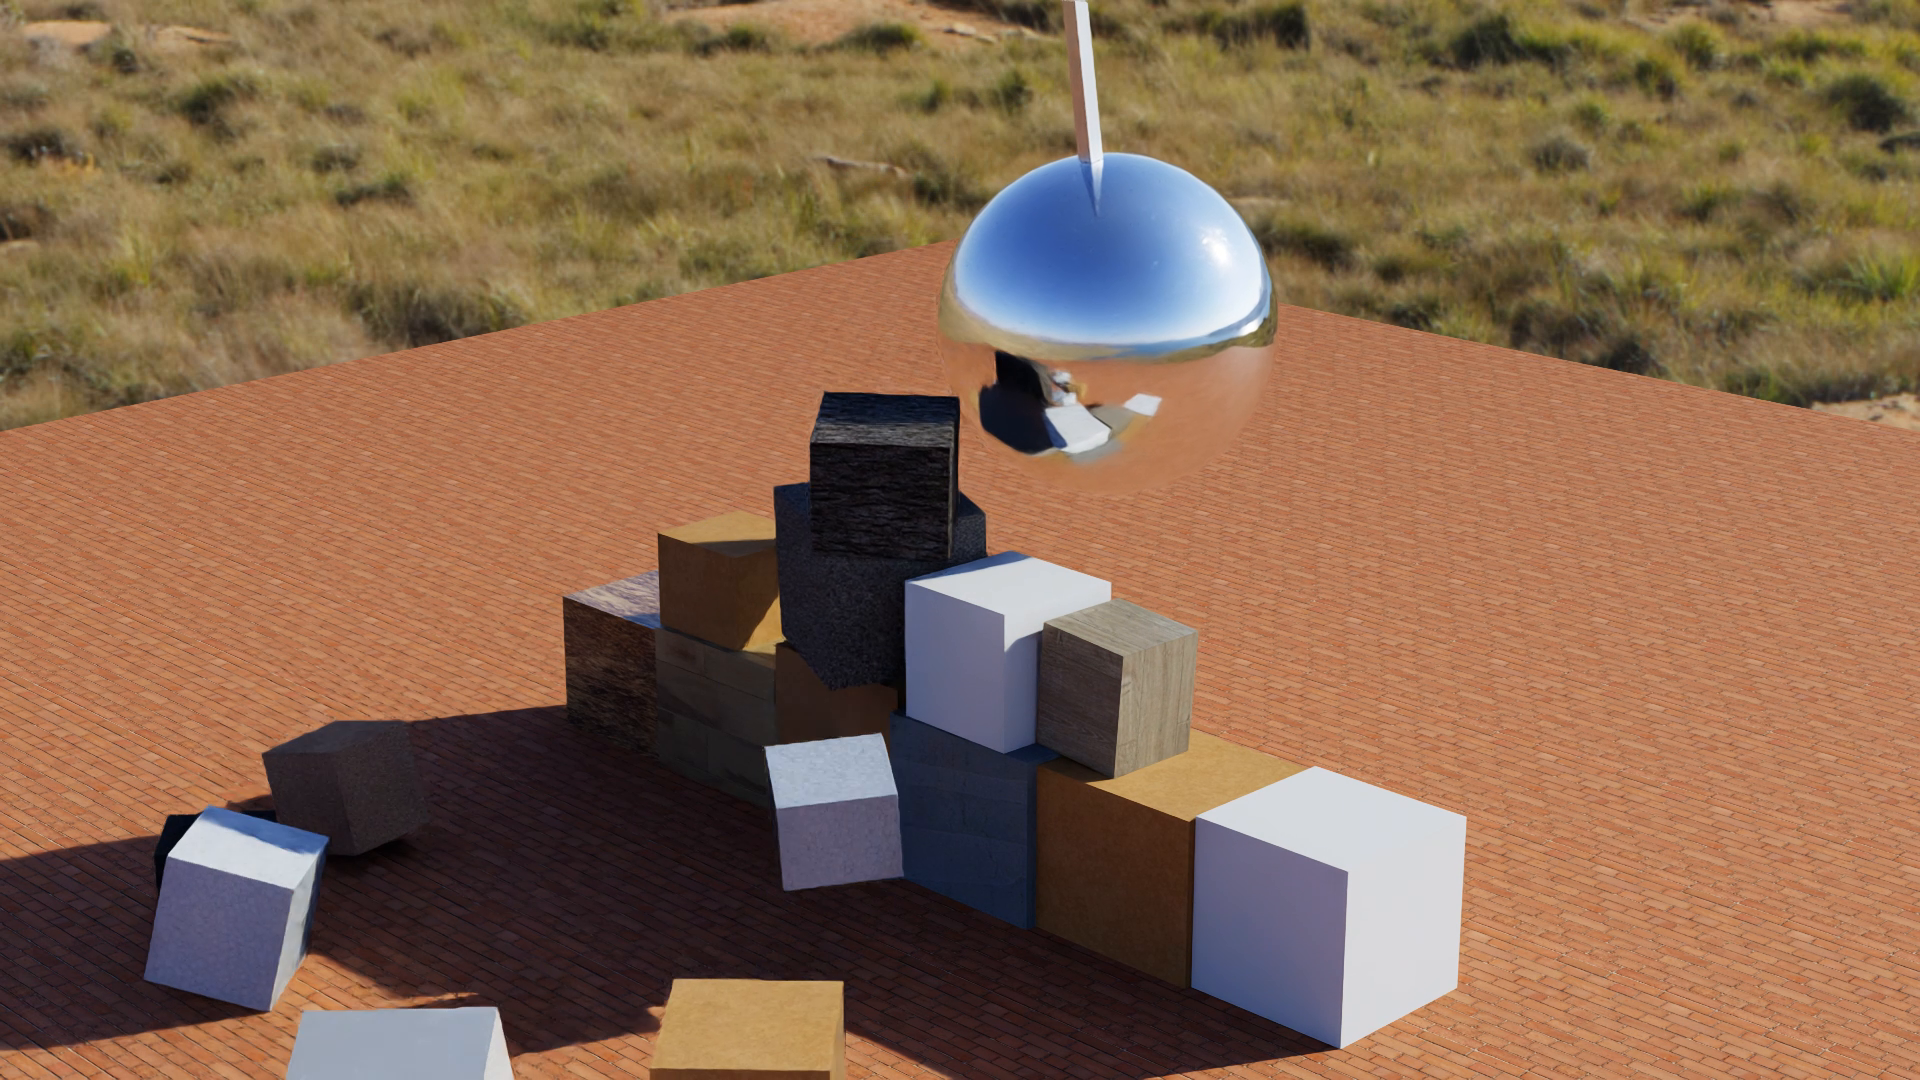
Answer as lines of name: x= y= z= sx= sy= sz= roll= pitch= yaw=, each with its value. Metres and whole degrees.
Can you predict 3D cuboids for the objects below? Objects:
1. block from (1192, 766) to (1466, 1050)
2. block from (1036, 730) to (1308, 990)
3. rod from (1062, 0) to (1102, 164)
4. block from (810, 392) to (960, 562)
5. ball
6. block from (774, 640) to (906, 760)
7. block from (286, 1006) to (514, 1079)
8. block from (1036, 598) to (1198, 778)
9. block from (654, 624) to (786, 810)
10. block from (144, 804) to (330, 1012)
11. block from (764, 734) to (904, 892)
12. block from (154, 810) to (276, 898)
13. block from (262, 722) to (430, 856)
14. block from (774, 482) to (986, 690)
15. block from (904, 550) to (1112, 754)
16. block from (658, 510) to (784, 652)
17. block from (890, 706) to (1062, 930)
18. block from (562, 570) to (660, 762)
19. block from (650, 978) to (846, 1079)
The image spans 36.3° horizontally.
block: x=1.533 y=1.514 z=12.231 sx=0.787 sy=0.778 sz=0.794 roll=-17 pitch=24 yaw=-42
block: x=0.925 y=1.349 z=12.781 sx=0.801 sy=0.763 sz=0.874 roll=-16 pitch=24 yaw=-42
rod: x=0.299 y=-4.099 z=12.367 sx=0.080 sy=5.200 sz=0.080 roll=17 pitch=33 yaw=42
block: x=-0.329 y=-0.285 z=12.987 sx=0.605 sy=0.549 sz=0.545 roll=3 pitch=26 yaw=4
ball: x=0.691 y=-1.016 z=13.747 sx=1.600 sy=1.600 sz=1.600 roll=0 pitch=17 yaw=0
block: x=-0.307 y=0.923 z=13.949 sx=0.748 sy=0.871 sz=0.861 roll=-16 pitch=24 yaw=-41
block: x=-1.950 y=2.106 z=10.194 sx=0.689 sy=0.636 sz=0.691 roll=-2 pitch=38 yaw=3
block: x=0.681 y=0.639 z=12.760 sx=0.476 sy=0.569 sz=0.475 roll=-16 pitch=28 yaw=-41
block: x=-0.934 y=0.794 z=14.590 sx=0.747 sy=0.736 sz=0.891 roll=-17 pitch=24 yaw=-42
block: x=-3.024 y=1.540 z=12.288 sx=0.535 sy=0.578 sz=0.543 roll=15 pitch=18 yaw=0
block: x=-0.527 y=1.130 z=12.209 sx=0.498 sy=0.400 sz=0.501 roll=-6 pitch=27 yaw=-7
block: x=-3.261 y=1.484 z=12.919 sx=0.471 sy=0.423 sz=0.452 roll=-2 pitch=18 yaw=-7
block: x=-2.858 y=1.151 z=13.658 sx=0.507 sy=0.494 sz=0.455 roll=-3 pitch=14 yaw=39
block: x=-0.367 y=0.161 z=13.634 sx=0.775 sy=0.740 sz=0.769 roll=-9 pitch=21 yaw=-18
block: x=0.212 y=0.488 z=13.094 sx=0.652 sy=0.639 sz=0.641 roll=-16 pitch=23 yaw=-40
block: x=-1.093 y=0.195 z=14.481 sx=0.584 sy=0.473 sz=0.536 roll=17 pitch=24 yaw=42
block: x=0.306 y=1.153 z=13.361 sx=0.896 sy=0.789 sz=0.868 roll=-16 pitch=24 yaw=-42
block: x=-1.543 y=0.637 z=15.140 sx=0.656 sy=0.707 sz=0.760 roll=-17 pitch=24 yaw=-42
block: x=-0.763 y=2.057 z=10.747 sx=0.636 sy=0.632 sz=0.715 roll=0 pitch=17 yaw=2
